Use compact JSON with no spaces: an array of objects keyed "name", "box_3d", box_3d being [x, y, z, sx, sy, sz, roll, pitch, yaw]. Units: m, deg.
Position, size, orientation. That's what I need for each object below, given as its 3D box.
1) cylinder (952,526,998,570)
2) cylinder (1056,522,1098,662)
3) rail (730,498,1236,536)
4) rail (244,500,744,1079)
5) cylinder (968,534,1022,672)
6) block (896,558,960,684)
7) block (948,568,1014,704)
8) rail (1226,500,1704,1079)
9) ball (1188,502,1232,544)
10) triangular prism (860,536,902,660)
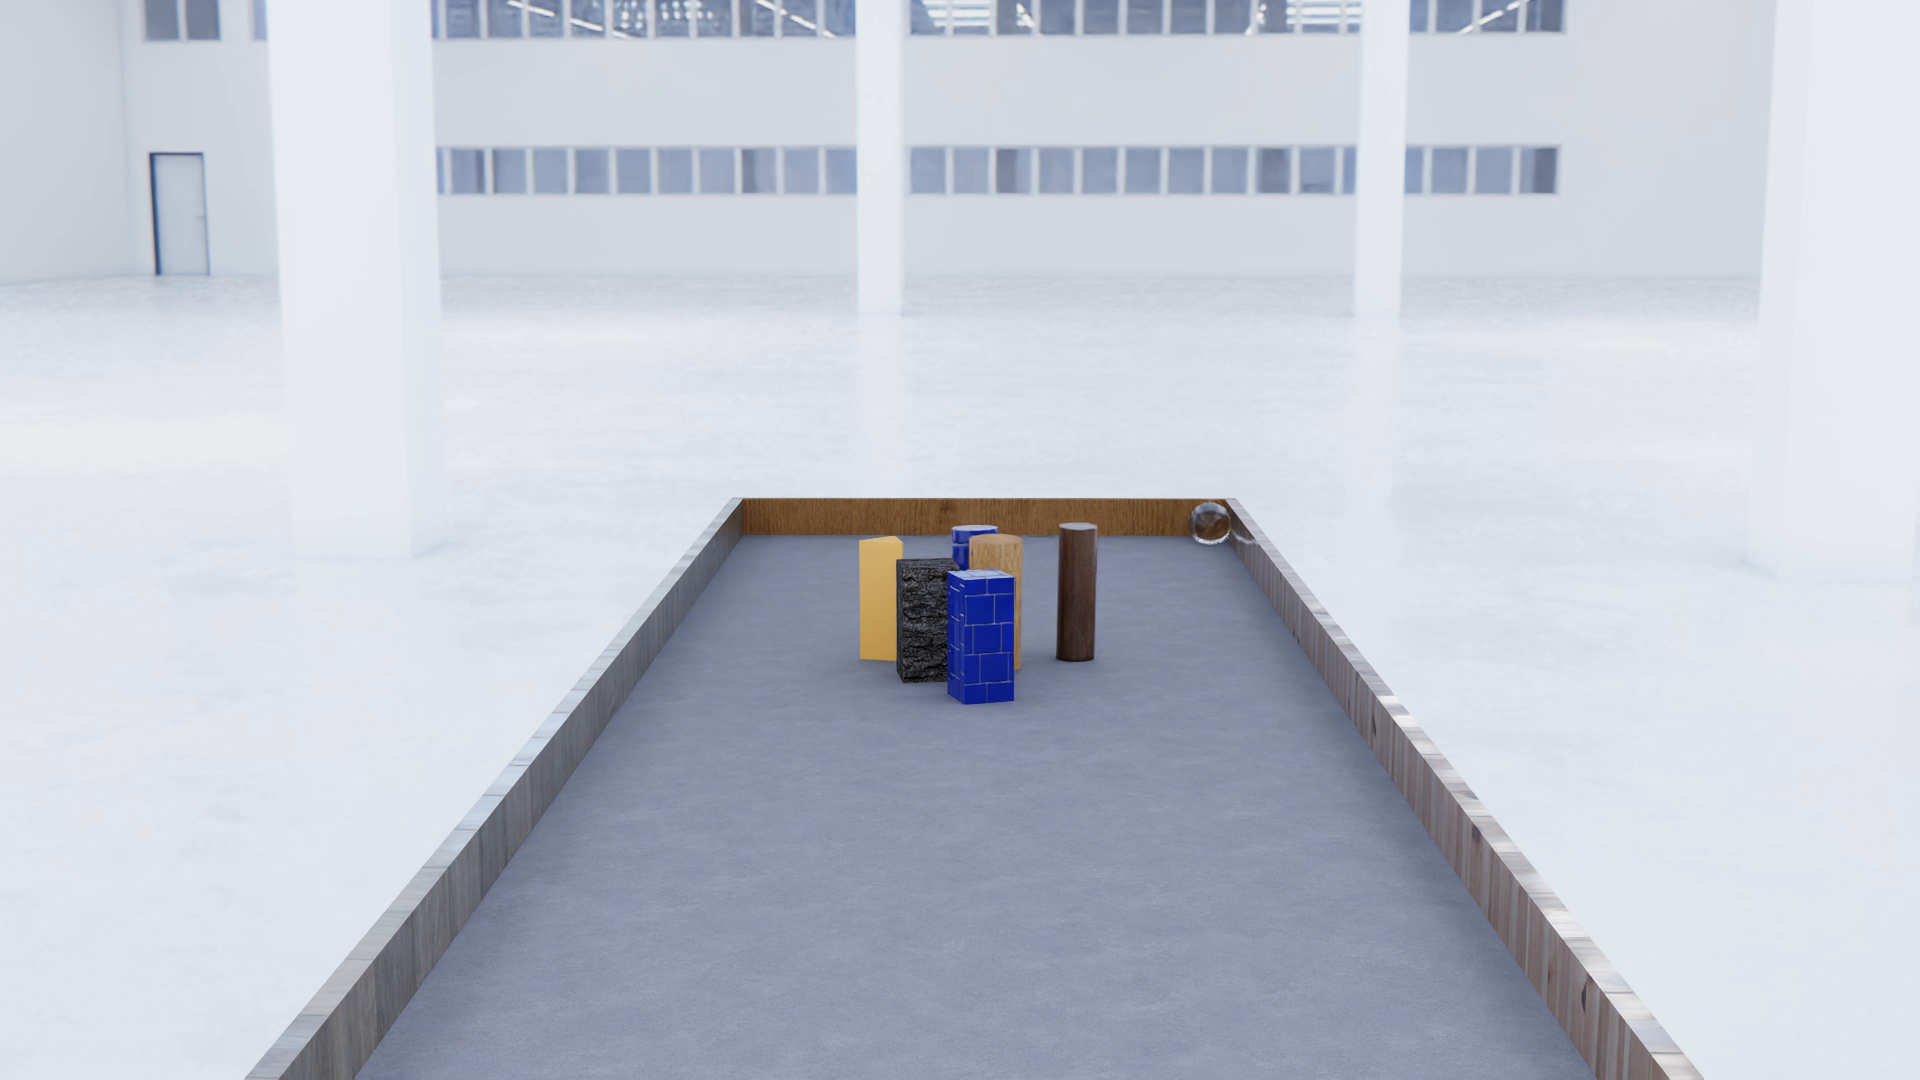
[{"name":"cylinder","box_3d":[0.048,0.161,6.702,0.140,0.399,0.140,-1,7,0]},{"name":"cylinder","box_3d":[0.355,0.158,6.687,0.117,0.410,0.117,1,11,0]},{"name":"rail","box_3d":[0.099,-0.098,9.147,2.100,0.150,0.050,0,9,1]},{"name":"rail","box_3d":[-1.004,0.839,3.234,0.050,0.150,12.000,0,9,1]},{"name":"cylinder","box_3d":[0.104,0.189,6.545,0.159,0.391,0.159,1,12,0]},{"name":"block","box_3d":[-0.094,0.234,6.452,0.167,0.338,0.167,-1,9,-8]},{"name":"block","box_3d":[0.058,0.270,6.182,0.147,0.352,0.147,-3,10,-19]},{"name":"rail","box_3d":[1.046,0.843,3.208,0.050,0.150,12.000,0,9,1]},{"name":"ball","box_3d":[1.009,-0.067,8.884,0.172,0.172,0.172,0,9,0]},{"name":"triangular prism","box_3d":[-0.221,0.176,6.732,0.138,0.364,0.119,3,9,18]}]
